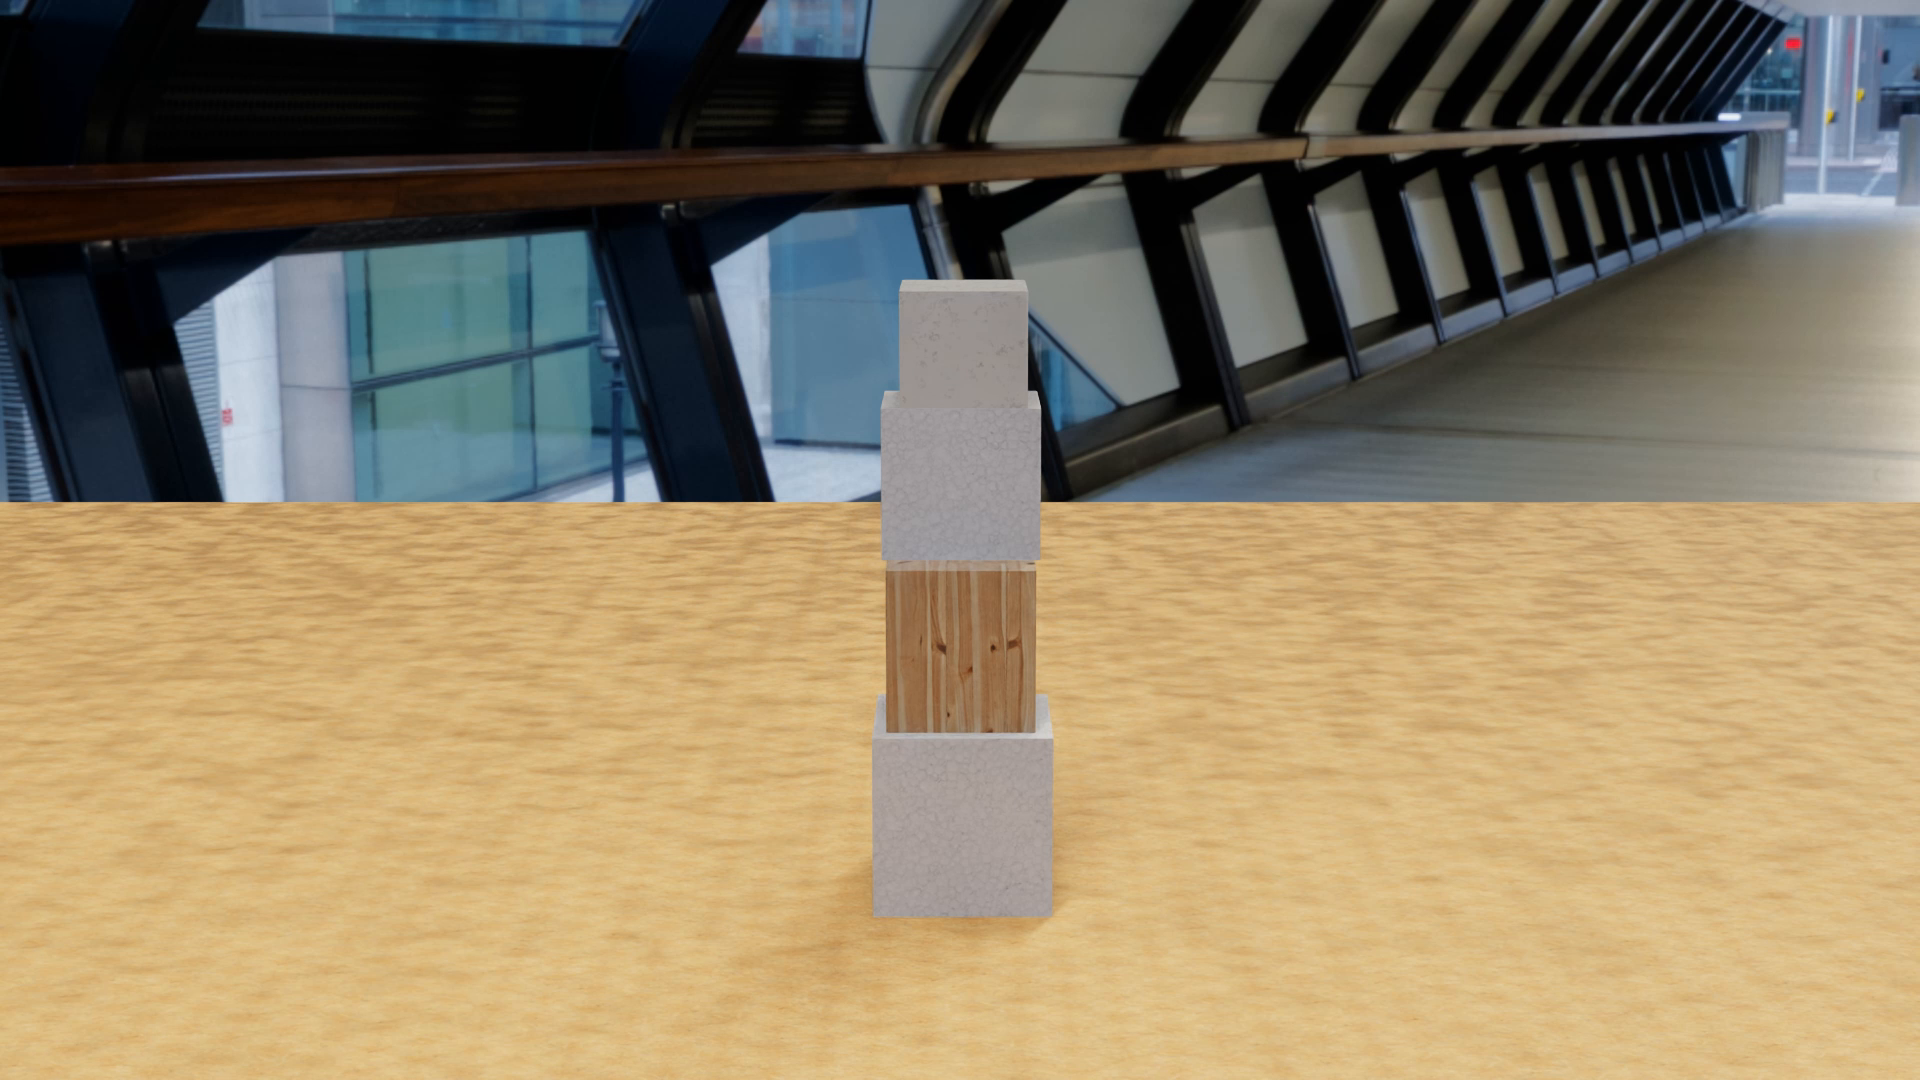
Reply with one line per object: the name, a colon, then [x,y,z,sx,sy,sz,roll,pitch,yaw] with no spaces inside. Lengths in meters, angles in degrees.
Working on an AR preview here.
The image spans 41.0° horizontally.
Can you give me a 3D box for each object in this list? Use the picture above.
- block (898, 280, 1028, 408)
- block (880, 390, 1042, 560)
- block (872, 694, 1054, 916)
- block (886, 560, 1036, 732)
block: [0.015,-0.848,11.026,0.539,0.492,0.603,0,10,0]
block: [0.004,-0.287,11.128,0.674,0.648,0.606,0,10,0]
block: [0.011,1.139,11.133,0.756,0.776,0.776,0,10,0]
block: [0.003,0.418,10.995,0.627,0.692,0.575,0,10,0]
